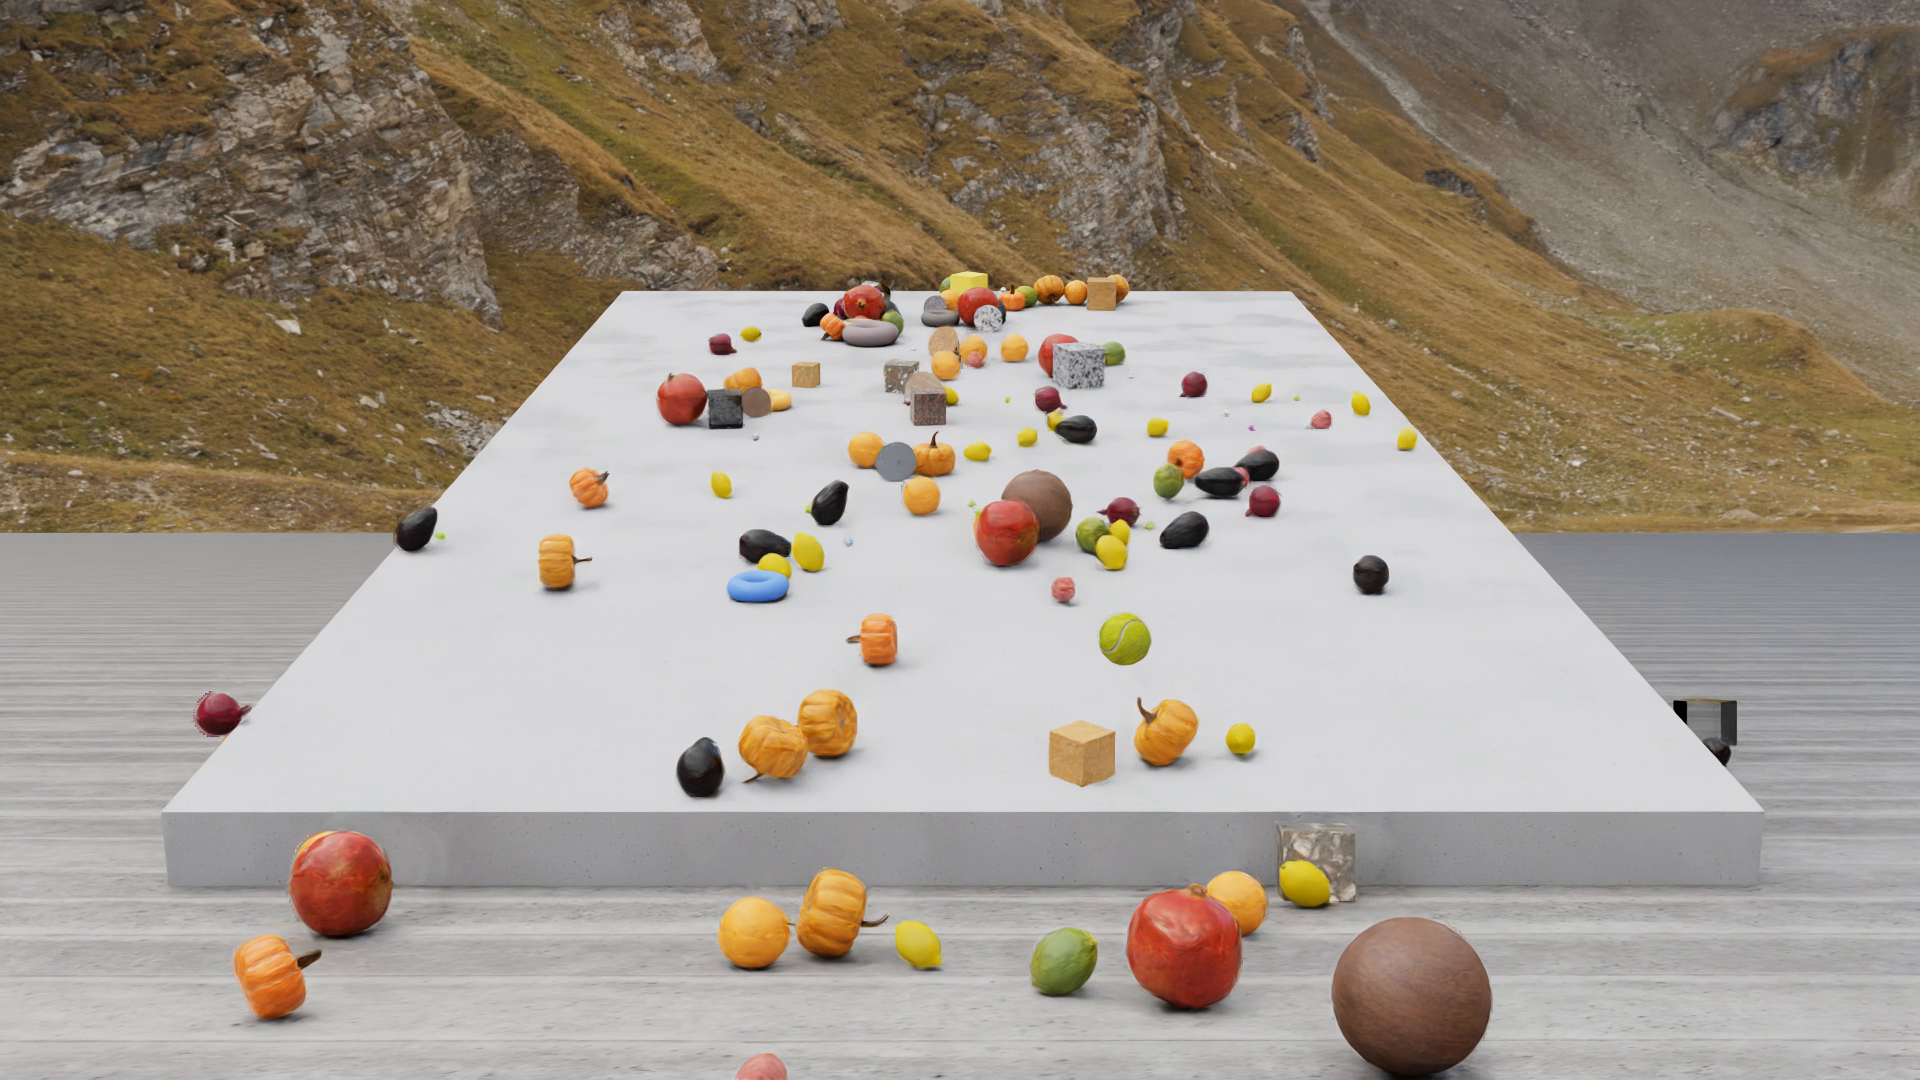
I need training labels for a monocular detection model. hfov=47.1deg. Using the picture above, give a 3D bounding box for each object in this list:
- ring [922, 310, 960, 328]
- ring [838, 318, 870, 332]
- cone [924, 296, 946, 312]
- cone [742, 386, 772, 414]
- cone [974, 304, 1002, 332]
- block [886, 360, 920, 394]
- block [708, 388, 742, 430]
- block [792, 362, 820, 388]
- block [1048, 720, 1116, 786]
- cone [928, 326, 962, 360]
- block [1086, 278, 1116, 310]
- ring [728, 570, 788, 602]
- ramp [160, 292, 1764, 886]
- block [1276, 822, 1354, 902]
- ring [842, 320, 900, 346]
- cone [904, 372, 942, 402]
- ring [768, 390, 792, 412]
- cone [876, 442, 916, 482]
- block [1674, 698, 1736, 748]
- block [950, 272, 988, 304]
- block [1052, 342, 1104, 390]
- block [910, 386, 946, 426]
[{"bbox_3d":[-0.054,-0.608,6.047,0.107,0.036,0.107,1,17,0],"label":"ring"},{"bbox_3d":[-0.268,-0.569,5.904,0.114,0.038,0.114,1,15,0],"label":"ring"},{"bbox_3d":[-0.060,-0.644,6.181,0.068,0.068,0.068,0,-12,18],"label":"cone"},{"bbox_3d":[-0.466,-0.300,4.955,0.072,0.072,0.072,0,-20,-23],"label":"cone"},{"bbox_3d":[0.075,-0.590,5.982,0.077,0.077,0.077,0,-13,-1],"label":"cone"},{"bbox_3d":[-0.136,-0.386,5.200,0.065,0.065,0.065,4,16,13],"label":"block"},{"bbox_3d":[-0.516,-0.288,4.836,0.073,0.073,0.073,-2,16,-8],"label":"block"},{"bbox_3d":[-0.367,-0.394,5.254,0.052,0.052,0.052,5,16,17],"label":"block"},{"bbox_3d":[0.158,0.276,2.857,0.060,0.060,0.060,-14,21,-41],"label":"block"},{"bbox_3d":[-0.020,-0.489,5.612,0.089,0.089,0.089,0,-14,32],"label":"cone"},{"bbox_3d":[0.405,-0.704,6.300,0.082,0.082,0.082,1,16,4],"label":"block"},{"bbox_3d":[-0.332,0.076,3.617,0.102,0.034,0.102,-1,16,0],"label":"ring"},{"bbox_3d":[-0.002,-0.155,4.685,2.000,0.100,4.000,0,16,0],"label":"ramp"},{"bbox_3d":[0.434,0.393,2.691,0.084,0.084,0.084,0,0,2],"label":"block"},{"bbox_3d":[-0.235,-0.542,5.783,0.150,0.050,0.150,-1,16,0],"label":"ring"},{"bbox_3d":[-0.080,-0.333,5.061,0.087,0.087,0.087,0,-11,5],"label":"cone"},{"bbox_3d":[-0.435,-0.317,5.014,0.105,0.035,0.105,0,17,0],"label":"ring"},{"bbox_3d":[-0.117,-0.146,4.402,0.082,0.082,0.082,0,-11,13],"label":"cone"},{"bbox_3d":[1.540,0.378,4.554,0.092,0.092,0.092,0,0,-43],"label":"block"},{"bbox_3d":[0.026,-0.736,6.424,0.077,0.077,0.077,12,19,36],"label":"block"},{"bbox_3d":[0.283,-0.417,5.259,0.093,0.093,0.093,-6,17,-21],"label":"block"},{"bbox_3d":[-0.071,-0.296,4.870,0.071,0.071,0.071,-2,16,-8],"label":"block"}]
